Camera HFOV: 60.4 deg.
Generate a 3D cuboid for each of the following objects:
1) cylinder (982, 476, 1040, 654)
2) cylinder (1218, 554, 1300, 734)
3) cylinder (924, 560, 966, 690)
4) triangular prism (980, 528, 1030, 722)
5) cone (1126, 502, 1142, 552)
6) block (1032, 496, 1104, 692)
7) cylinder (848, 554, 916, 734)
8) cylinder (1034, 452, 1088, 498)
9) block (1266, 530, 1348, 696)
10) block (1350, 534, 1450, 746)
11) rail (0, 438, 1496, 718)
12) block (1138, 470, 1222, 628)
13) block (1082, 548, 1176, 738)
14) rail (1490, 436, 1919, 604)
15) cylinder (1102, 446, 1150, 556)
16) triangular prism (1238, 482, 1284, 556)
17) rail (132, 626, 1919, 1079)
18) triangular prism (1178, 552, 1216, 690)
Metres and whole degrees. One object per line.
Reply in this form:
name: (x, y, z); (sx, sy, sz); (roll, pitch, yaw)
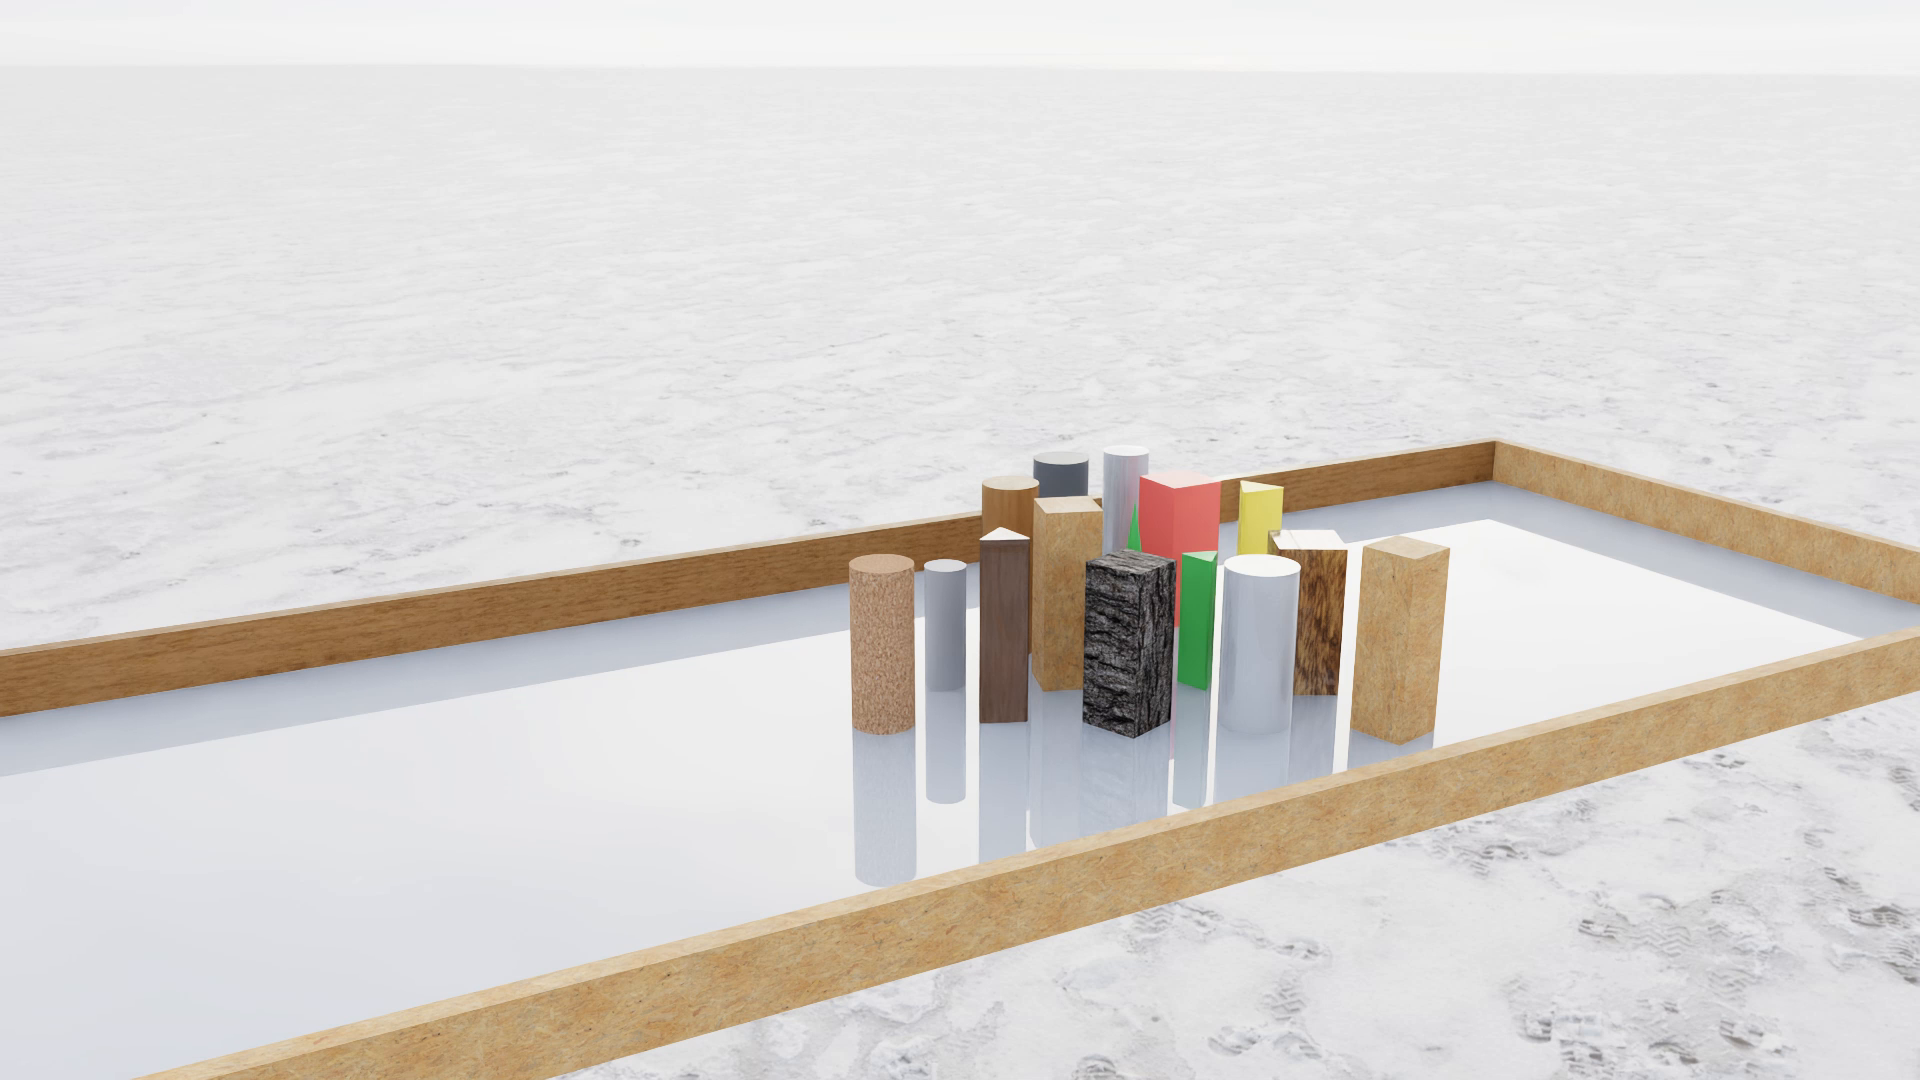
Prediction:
cylinder: (0.131, 0.068, 4.322); (0.148, 0.452, 0.148); (0, 16, 0)
cylinder: (0.696, 0.242, 3.849); (0.174, 0.384, 0.174); (0, 16, 0)
cylinder: (-0.036, 0.210, 4.092); (0.103, 0.308, 0.103); (0, 16, 0)
triangular prism: (0.099, 0.200, 3.875); (0.113, 0.450, 0.098); (-1, 16, -5)
cone: (0.455, 0.090, 4.332); (0.120, 0.404, 0.120); (0, 16, 0)
block: (0.264, 0.133, 4.093); (0.141, 0.457, 0.141); (-3, 17, -9)
cylinder: (-0.180, 0.242, 3.836); (0.150, 0.392, 0.150); (0, 16, 0)
cylinder: (0.279, -0.013, 4.608); (0.153, 0.446, 0.153); (0, 16, 0)
block: (0.849, 0.178, 4.083); (0.164, 0.375, 0.164); (0, 16, 1)
block: (1.009, 0.228, 3.790); (0.138, 0.444, 0.138); (-14, 21, -39)
rail: (-3.305, 0.497, 3.399); (12.000, 0.150, 0.050); (-9, 18, -27)
block: (0.603, 0.022, 4.576); (0.158, 0.397, 0.158); (-9, 19, -29)
block: (0.394, 0.238, 3.841); (0.149, 0.396, 0.149); (14, 22, 40)
rail: (2.466, -0.048, 5.253); (0.050, 0.150, 2.100); (-9, 18, -27)
cylinder: (0.480, -0.059, 4.819); (0.133, 0.416, 0.133); (0, 16, 0)
triangular prism: (0.757, 0.071, 4.331); (0.119, 0.442, 0.103); (-7, 18, -23)
rail: (-2.336, 1.006, 1.665); (12.000, 0.150, 0.050); (-9, 18, -27)
triangular prism: (0.606, 0.195, 4.096); (0.078, 0.335, 0.091); (-15, 22, -41)
